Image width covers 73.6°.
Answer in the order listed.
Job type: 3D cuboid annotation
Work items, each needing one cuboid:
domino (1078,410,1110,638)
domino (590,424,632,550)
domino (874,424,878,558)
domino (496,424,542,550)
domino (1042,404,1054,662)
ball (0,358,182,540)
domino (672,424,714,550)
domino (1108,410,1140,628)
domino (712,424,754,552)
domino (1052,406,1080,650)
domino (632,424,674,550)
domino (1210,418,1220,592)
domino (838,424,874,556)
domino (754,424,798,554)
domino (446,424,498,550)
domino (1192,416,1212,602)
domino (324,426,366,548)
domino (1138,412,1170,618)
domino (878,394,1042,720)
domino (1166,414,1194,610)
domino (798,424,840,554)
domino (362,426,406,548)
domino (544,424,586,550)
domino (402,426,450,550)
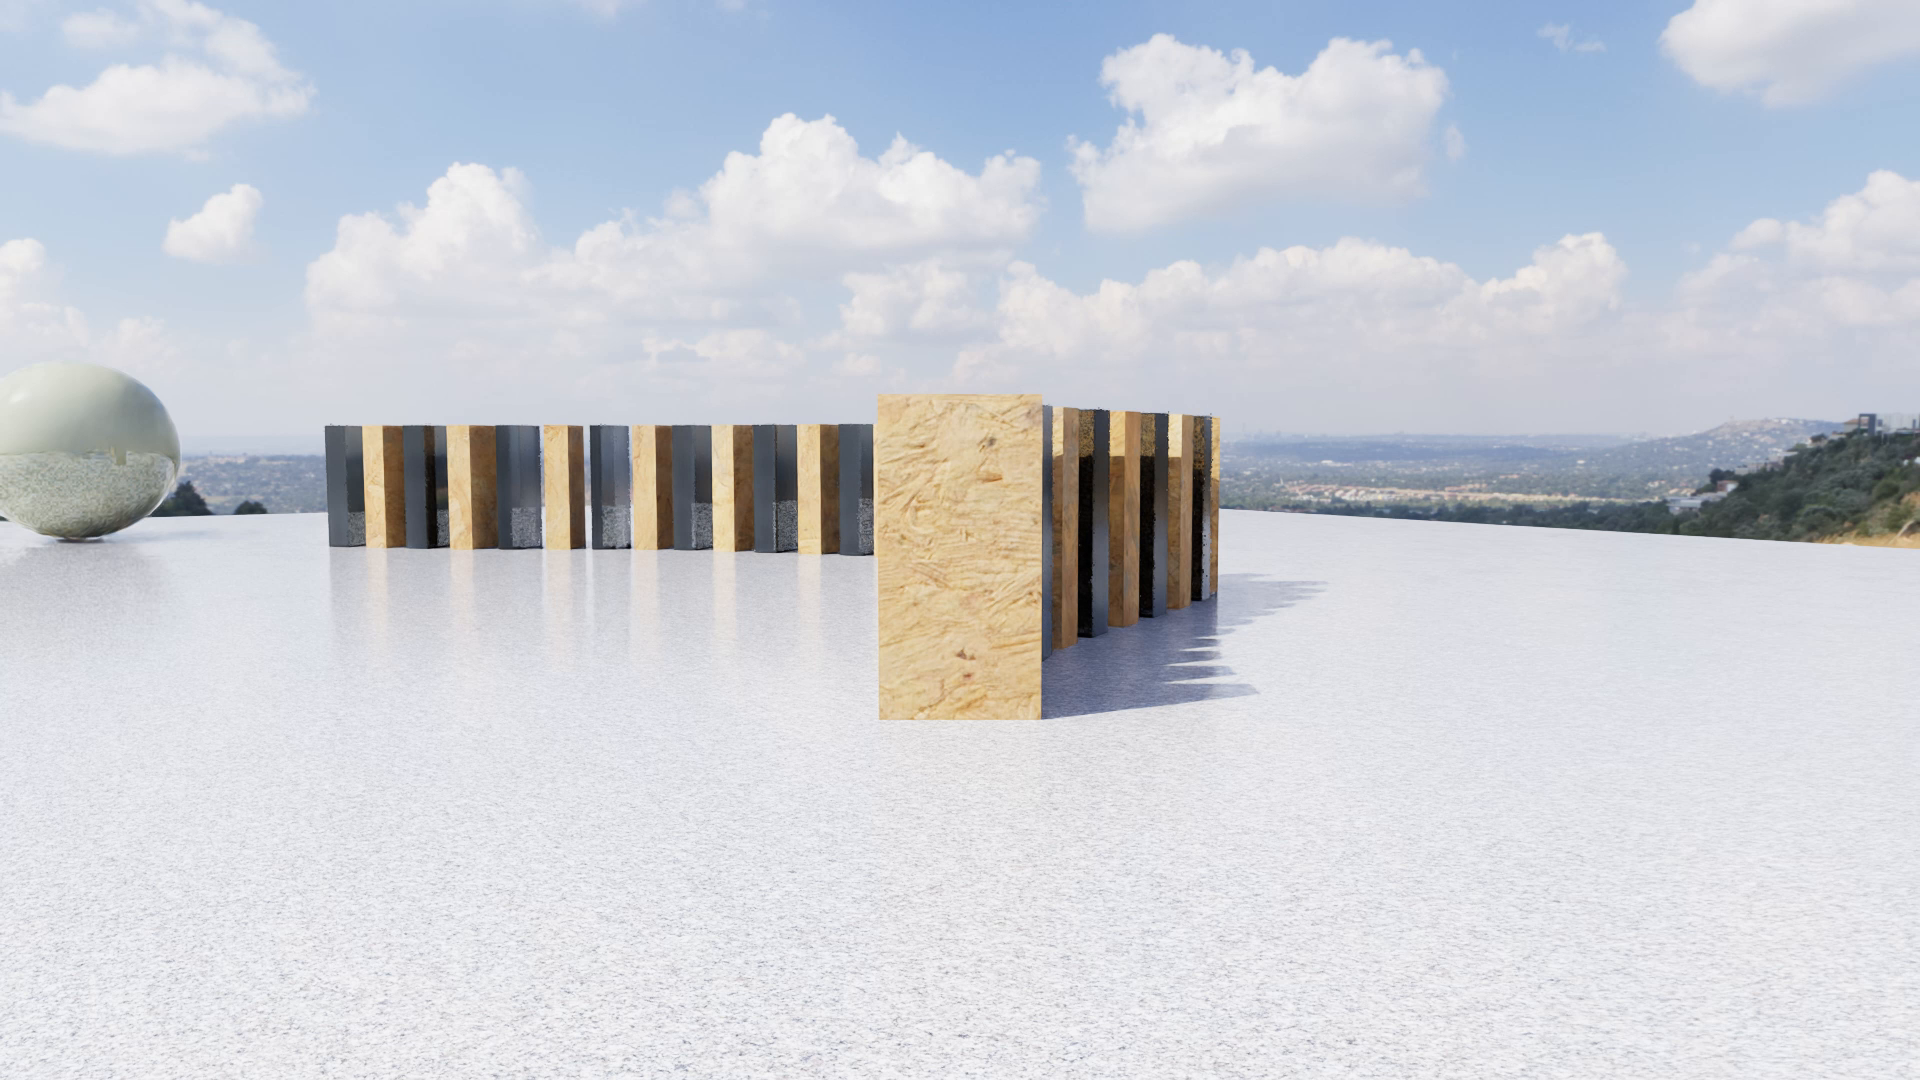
[{"bbox_3d":[0.020,-0.004,0.290,0.025,0.050,0.009,2,5,29],"label":"domino"},{"bbox_3d":[-0.143,-0.022,0.527,0.009,0.050,0.025,0,4,0],"label":"domino"},{"bbox_3d":[-0.021,-0.019,0.488,0.010,0.050,0.025,4,6,40],"label":"domino"},{"bbox_3d":[-0.181,-0.022,0.526,0.009,0.050,0.025,0,4,0],"label":"domino"},{"bbox_3d":[0.005,-0.002,0.256,0.025,0.050,0.009,1,4,16],"label":"domino"},{"bbox_3d":[-0.394,-0.040,0.571,0.080,0.080,0.080,0,4,0],"label":"ball"},{"bbox_3d":[-0.107,-0.022,0.523,0.009,0.050,0.025,1,4,15],"label":"domino"},{"bbox_3d":[0.029,-0.005,0.306,0.025,0.050,0.009,2,5,30],"label":"domino"},{"bbox_3d":[-0.089,-0.021,0.517,0.009,0.050,0.025,2,5,20],"label":"domino"},{"bbox_3d":[0.012,-0.003,0.273,0.025,0.050,0.010,2,5,25],"label":"domino"},{"bbox_3d":[-0.125,-0.022,0.526,0.010,0.050,0.025,1,4,7],"label":"domino"},{"bbox_3d":[0.062,-0.010,0.372,0.025,0.050,0.010,0,4,1],"label":"domino"},{"bbox_3d":[-0.037,-0.020,0.498,0.009,0.050,0.025,2,5,24],"label":"domino"},{"bbox_3d":[-0.072,-0.021,0.510,0.010,0.050,0.025,2,5,20],"label":"domino"},{"bbox_3d":[-0.199,-0.022,0.527,0.009,0.050,0.025,1,4,8],"label":"domino"},{"bbox_3d":[0.056,-0.009,0.355,0.025,0.050,0.009,2,5,24],"label":"domino"},{"bbox_3d":[-0.254,-0.023,0.540,0.009,0.050,0.025,1,4,13],"label":"domino"},{"bbox_3d":[0.039,-0.007,0.322,0.025,0.050,0.009,2,5,30],"label":"domino"},{"bbox_3d":[0.000,0.002,0.201,0.025,0.050,0.009,0,4,0],"label":"domino"},{"bbox_3d":[0.048,-0.008,0.338,0.025,0.050,0.009,2,5,28],"label":"domino"},{"bbox_3d":[-0.054,-0.020,0.504,0.009,0.050,0.025,1,5,18],"label":"domino"},{"bbox_3d":[-0.236,-0.023,0.535,0.010,0.050,0.025,1,4,15],"label":"domino"},{"bbox_3d":[-0.162,-0.022,0.527,0.009,0.050,0.025,0,4,-2],"label":"domino"},{"bbox_3d":[-0.217,-0.022,0.531,0.009,0.050,0.025,1,4,13],"label":"domino"}]
